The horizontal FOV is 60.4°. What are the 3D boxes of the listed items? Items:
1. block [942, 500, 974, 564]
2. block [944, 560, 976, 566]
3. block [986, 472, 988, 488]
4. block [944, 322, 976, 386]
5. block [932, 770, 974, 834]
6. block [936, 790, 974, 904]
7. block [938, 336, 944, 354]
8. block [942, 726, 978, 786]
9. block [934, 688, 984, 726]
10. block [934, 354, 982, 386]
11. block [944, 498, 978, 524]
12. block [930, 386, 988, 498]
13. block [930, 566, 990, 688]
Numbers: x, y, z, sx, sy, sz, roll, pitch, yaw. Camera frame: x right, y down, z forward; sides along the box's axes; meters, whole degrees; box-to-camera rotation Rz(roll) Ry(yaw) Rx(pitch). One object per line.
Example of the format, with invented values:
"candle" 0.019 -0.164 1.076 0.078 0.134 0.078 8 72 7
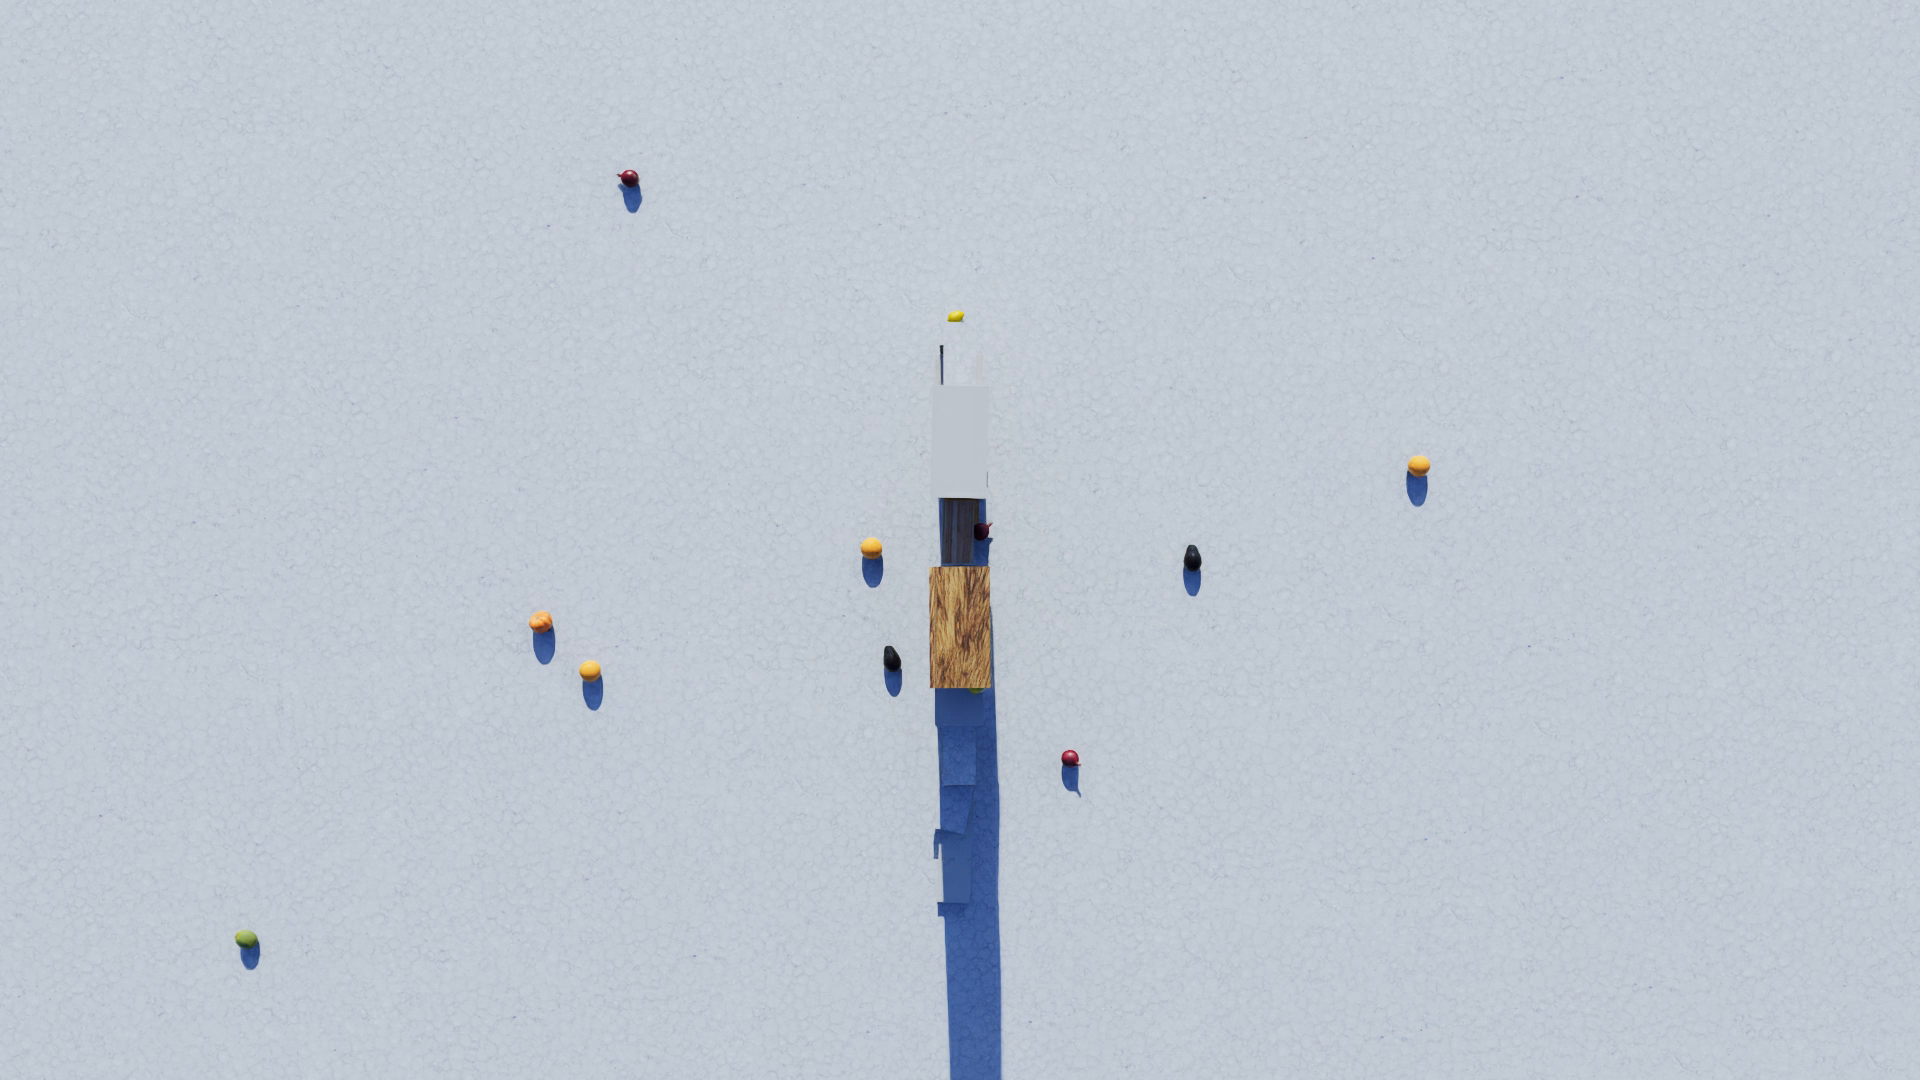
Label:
"block" -0.005 -0.024 5.041 0.095 0.027 0.191 1 90 0
"block" 0.002 0.169 5.278 0.104 0.029 0.207 0 90 0
"block" 0.000 -0.178 5.039 0.162 0.412 0.046 0 90 0
"block" 0.000 -0.554 4.948 0.098 0.028 0.196 0 90 0
"block" -0.018 0.852 5.454 0.109 0.031 0.218 11 90 0
"block" -0.011 0.921 5.485 0.109 0.031 0.564 2 90 0
"block" -0.015 -0.607 5.231 0.098 0.538 0.028 -5 91 0
"block" -0.003 0.700 5.434 0.109 0.031 0.218 -1 75 -3
"block" -0.004 0.429 5.175 0.152 0.043 0.303 0 90 0
"block" -0.004 -0.431 5.179 0.150 0.042 0.300 0 90 0
"block" 0.003 -0.164 5.261 0.112 0.032 0.223 0 90 0
"block" -0.001 -0.285 4.810 0.162 0.046 0.325 1 90 0
"block" -0.001 0.252 4.779 0.175 0.050 0.350 0 90 0
